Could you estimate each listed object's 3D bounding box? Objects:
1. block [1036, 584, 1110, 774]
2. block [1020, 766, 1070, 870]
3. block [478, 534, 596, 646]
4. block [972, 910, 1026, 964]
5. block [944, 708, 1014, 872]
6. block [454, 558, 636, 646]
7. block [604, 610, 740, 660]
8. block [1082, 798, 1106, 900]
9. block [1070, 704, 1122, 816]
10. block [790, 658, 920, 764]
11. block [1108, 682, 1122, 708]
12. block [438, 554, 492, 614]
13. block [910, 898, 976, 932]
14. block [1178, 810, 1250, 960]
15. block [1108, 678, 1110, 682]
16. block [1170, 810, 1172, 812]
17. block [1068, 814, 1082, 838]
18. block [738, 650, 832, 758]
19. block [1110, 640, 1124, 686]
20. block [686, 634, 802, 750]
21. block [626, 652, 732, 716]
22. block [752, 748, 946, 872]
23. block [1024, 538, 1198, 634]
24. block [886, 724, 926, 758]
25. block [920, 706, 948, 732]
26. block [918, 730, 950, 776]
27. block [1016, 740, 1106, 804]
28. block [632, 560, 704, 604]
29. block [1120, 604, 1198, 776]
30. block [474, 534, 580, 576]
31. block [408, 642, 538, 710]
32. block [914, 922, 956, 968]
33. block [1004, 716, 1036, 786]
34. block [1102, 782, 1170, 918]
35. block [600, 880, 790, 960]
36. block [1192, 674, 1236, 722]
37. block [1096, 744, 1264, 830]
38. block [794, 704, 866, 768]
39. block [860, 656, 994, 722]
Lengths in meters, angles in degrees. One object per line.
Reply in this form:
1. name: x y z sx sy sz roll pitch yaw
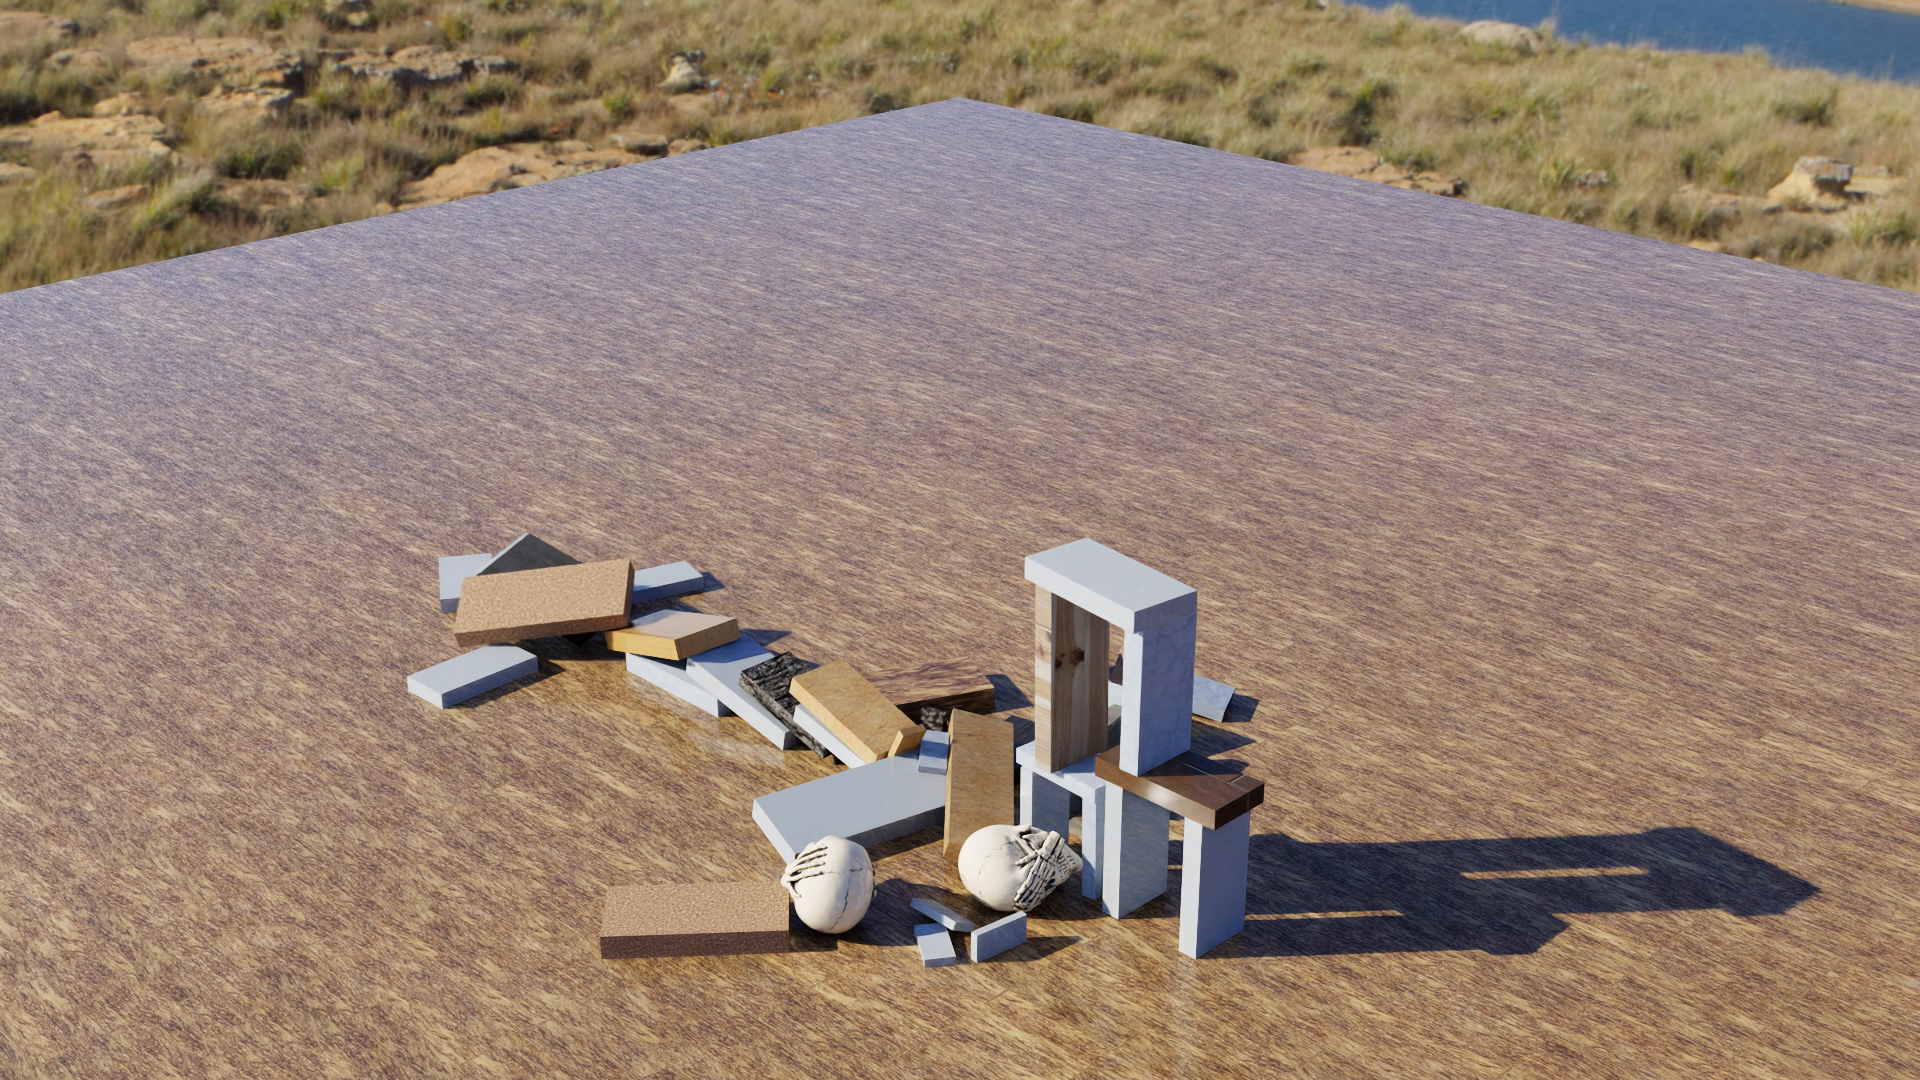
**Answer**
1. block: 0.209 0.240 4.092 0.149 0.372 0.042 -19 28 -37
2. block: 0.165 0.521 4.259 0.107 0.214 0.030 -21 31 -40
3. block: -0.964 0.117 5.226 0.344 0.049 0.172 26 53 31
4. block: 0.071 0.720 3.990 0.115 0.058 0.016 -17 28 -34
5. block: 0.040 0.497 4.424 0.131 0.037 0.453 15 29 -7
6. block: -0.966 0.145 5.123 0.403 0.049 0.172 -7 47 6
7. block: -0.658 0.214 5.011 0.165 0.047 0.330 -19 13 -35
8. block: 0.274 0.561 4.163 0.030 0.214 0.107 15 27 34
9. block: 0.262 0.456 4.507 0.040 0.140 0.279 14 27 30
10. block: -0.216 0.363 4.626 0.139 0.039 0.278 -20 47 -40
11. block: 0.329 0.380 4.747 0.279 0.040 0.139 16 52 33
12. block: -1.225 0.106 5.464 0.131 0.037 0.262 -5 24 -12
13. block: -0.032 0.694 4.072 0.115 0.016 0.058 22 3 42
14. block: 0.461 0.605 3.978 0.040 0.279 0.140 21 31 41
15. block: 0.275 0.310 4.950 0.114 0.032 0.228 -17 23 2
16. block: 0.416 0.532 4.489 0.051 0.015 0.103 10 25 22
17. block: 0.263 0.578 4.380 0.103 0.015 0.051 17 28 34
18. block: -0.333 0.353 4.738 0.139 0.039 0.278 -22 49 -41
19. block: 0.413 0.296 5.022 0.114 0.032 0.228 5 23 11
20. block: -0.432 0.331 4.833 0.165 0.047 0.330 -22 43 -41
21. block: -0.591 0.300 4.993 0.165 0.047 0.330 -21 31 -41
22. block: -0.189 0.531 4.395 0.419 0.048 0.169 -14 42 -30
23. block: 0.268 0.079 3.941 0.149 0.042 0.298 -17 28 -34
24. block: -0.113 0.425 4.508 0.058 0.115 0.016 -12 53 -33
25. block: -0.055 0.413 4.640 0.058 0.115 0.016 16 25 34
26. block: -0.054 0.435 4.507 0.058 0.016 0.115 8 35 -3
27. block: 0.218 0.429 4.162 0.107 0.030 0.214 -19 29 -37
28. block: -0.765 0.108 5.465 0.228 0.032 0.114 -13 26 -28
29. block: 0.356 0.262 3.947 0.042 0.298 0.149 22 31 40
30. block: -0.988 0.111 5.310 0.344 0.049 0.172 25 50 30
31. block: -1.106 0.303 4.999 0.131 0.037 0.262 20 30 39
32. block: -0.046 0.736 4.004 0.058 0.016 0.115 -4 23 -10
33. block: 0.091 0.457 4.632 0.139 0.040 0.279 15 27 32
34. block: 0.330 0.554 4.099 0.040 0.279 0.139 21 31 41
35. block: -0.484 0.699 4.053 0.338 0.048 0.169 -1 23 -3
36. block: 0.488 0.329 4.884 0.228 0.032 0.114 18 27 12
37. block: 0.395 0.433 3.976 0.279 0.040 0.139 21 31 41
38. block: -0.204 0.417 4.624 0.278 0.039 0.139 36 40 29
39. block: -0.111 0.342 4.894 0.338 0.048 0.169 -9 24 -19
